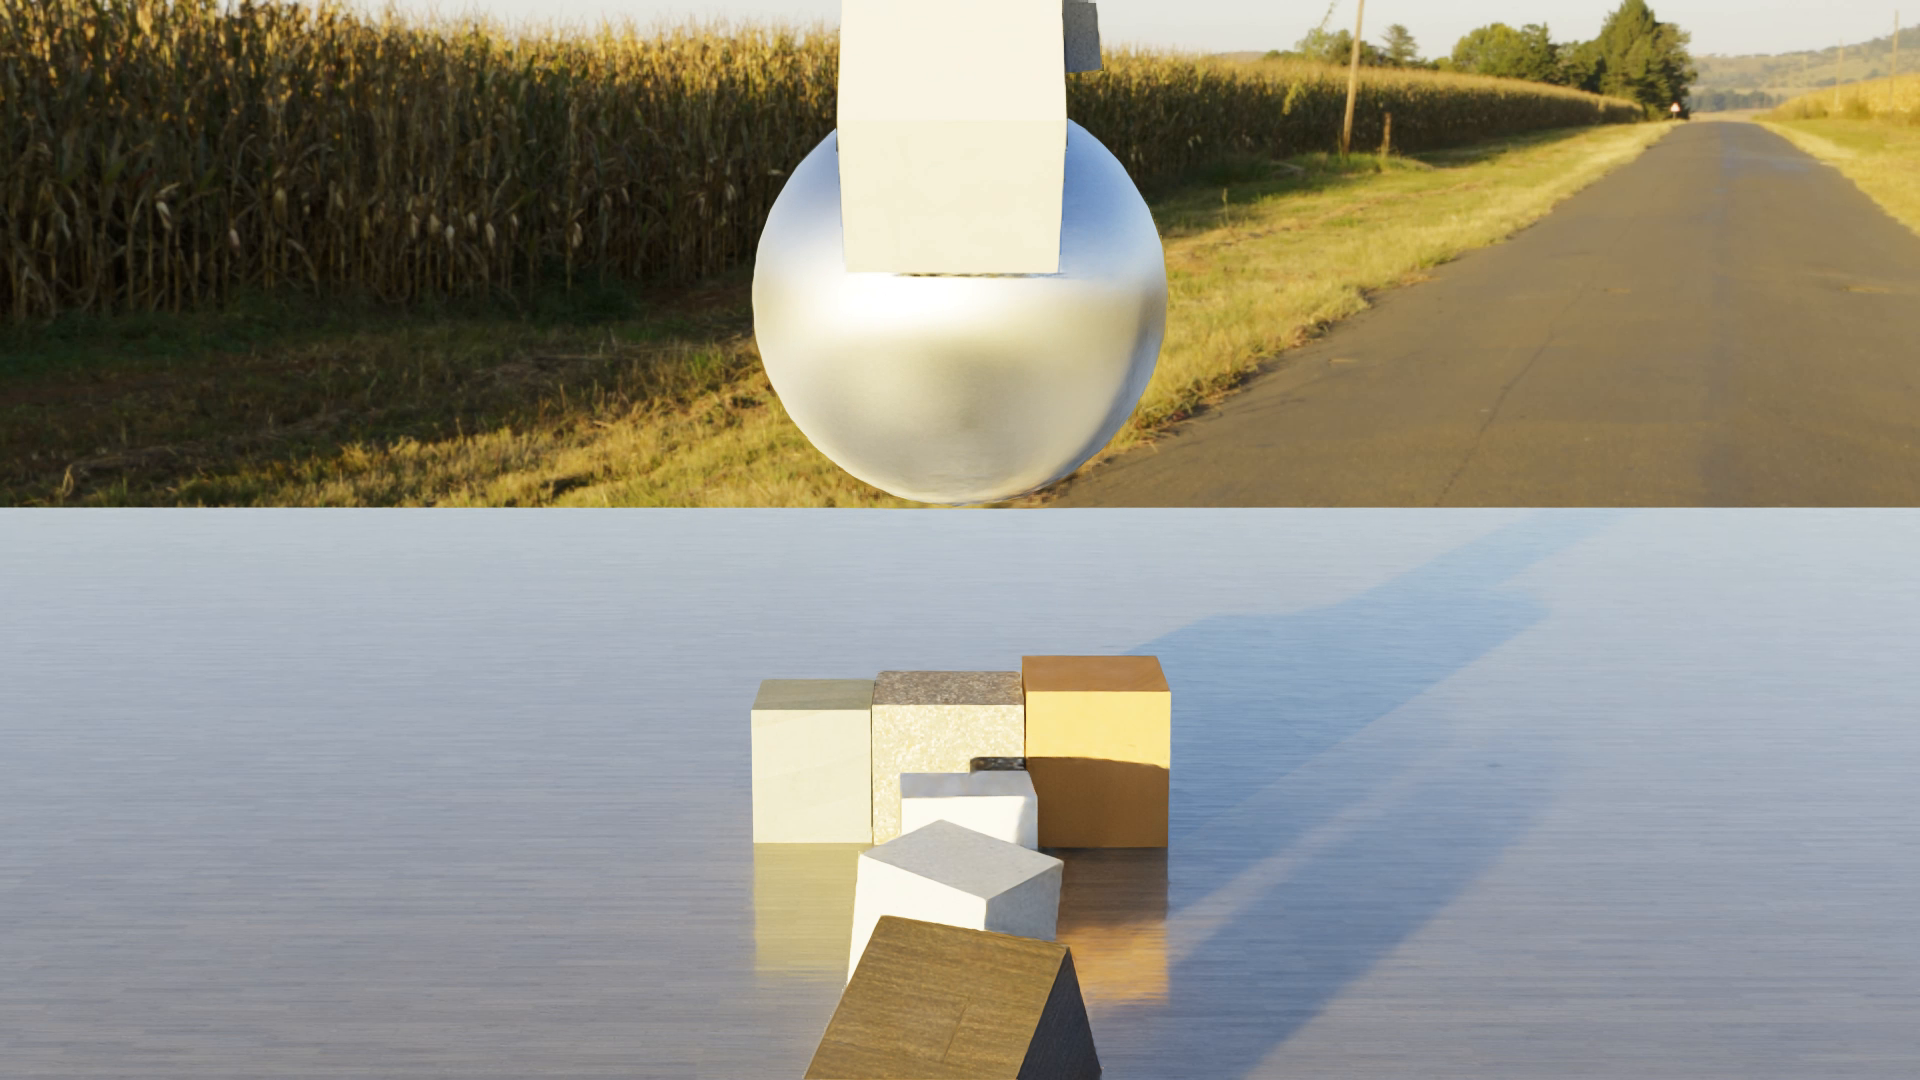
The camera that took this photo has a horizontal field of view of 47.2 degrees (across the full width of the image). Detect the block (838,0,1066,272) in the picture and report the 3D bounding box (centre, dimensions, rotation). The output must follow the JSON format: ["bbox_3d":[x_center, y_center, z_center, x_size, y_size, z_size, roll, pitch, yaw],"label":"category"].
[{"bbox_3d":[-0.028,-1.417,7.412,0.721,0.696,0.752,0,54,0],"label":"block"}]

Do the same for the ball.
[{"bbox_3d":[0.000,-0.930,8.477,1.600,1.600,1.600,0,10,0],"label":"ball"}]

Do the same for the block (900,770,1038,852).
[{"bbox_3d":[0.033,1.399,10.233,0.613,0.534,0.543,-1,6,-3],"label":"block"}]

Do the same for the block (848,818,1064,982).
[{"bbox_3d":[-0.019,1.581,8.994,0.618,0.605,0.571,15,17,32],"label":"block"}]

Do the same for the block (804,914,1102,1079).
[{"bbox_3d":[-0.006,1.760,7.182,0.664,0.696,0.692,5,44,22],"label":"block"}]

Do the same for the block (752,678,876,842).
[{"bbox_3d":[-0.747,1.134,11.395,0.597,0.691,0.650,0,10,0],"label":"block"}]

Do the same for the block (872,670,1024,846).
[{"bbox_3d":[-0.058,1.118,11.386,0.758,0.727,0.721,0,10,0],"label":"block"}]

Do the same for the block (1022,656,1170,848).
[{"bbox_3d":[0.688,1.080,11.381,0.715,0.803,0.783,0,10,0],"label":"block"}]

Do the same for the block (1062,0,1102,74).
[{"bbox_3d":[0.148,-2.157,8.179,0.671,0.604,0.680,-6,-22,4],"label":"block"}]
